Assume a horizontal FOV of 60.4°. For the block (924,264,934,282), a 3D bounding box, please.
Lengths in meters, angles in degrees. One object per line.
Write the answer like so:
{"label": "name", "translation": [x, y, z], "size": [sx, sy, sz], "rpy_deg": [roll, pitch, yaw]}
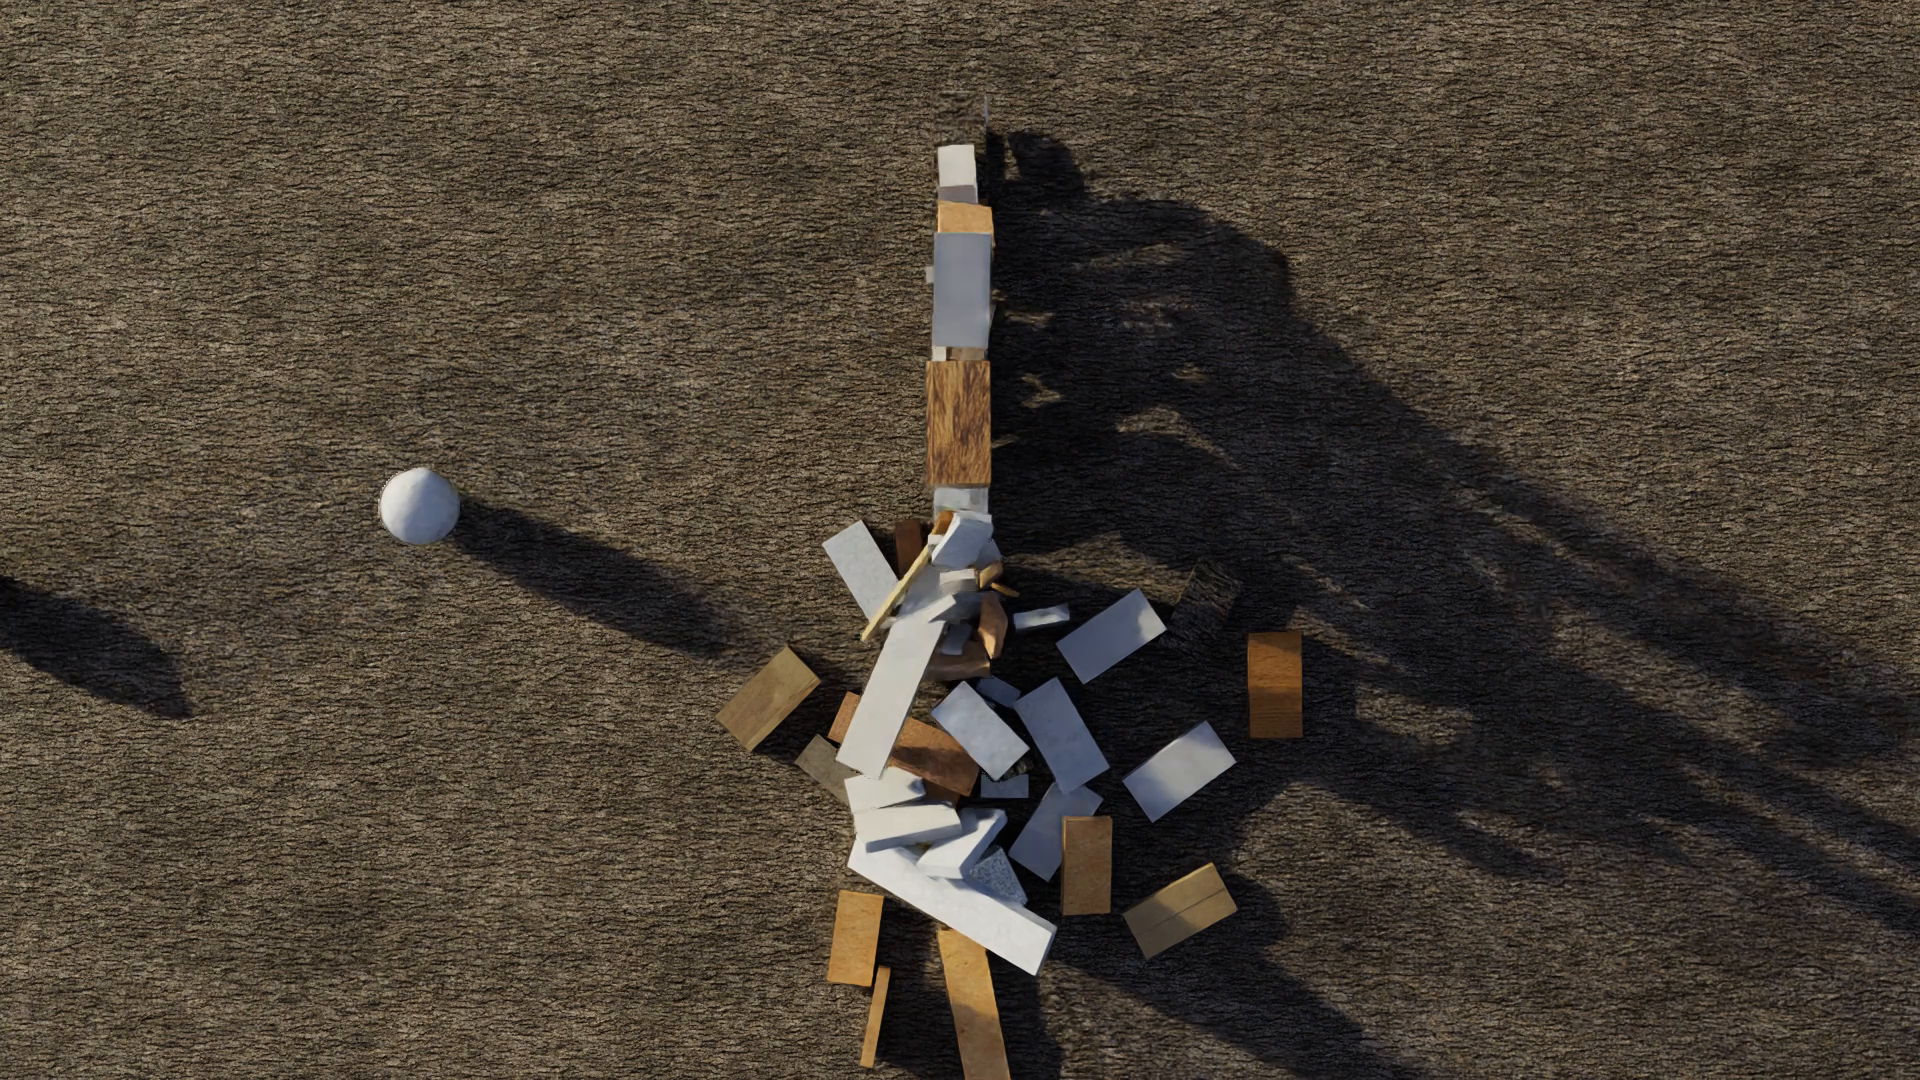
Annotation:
{"label": "block", "translation": [-0.017, -0.810, 4.960], "size": [0.162, 0.375, 0.046], "rpy_deg": [-5, 100, 2]}

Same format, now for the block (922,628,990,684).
{"label": "block", "translation": [-0.070, 0.384, 5.414], "size": [0.332, 0.047, 0.166], "rpy_deg": [-7, 47, 4]}

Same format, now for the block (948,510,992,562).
{"label": "block", "translation": [0.016, -0.011, 5.009], "size": [0.109, 0.218, 0.031], "rpy_deg": [9, 55, -11]}

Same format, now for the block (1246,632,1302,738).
{"label": "block", "translation": [1.043, 0.480, 5.475], "size": [0.173, 0.049, 0.346], "rpy_deg": [-1, 90, 0]}

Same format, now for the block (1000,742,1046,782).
{"label": "block", "translation": [0.197, 0.734, 5.475], "size": [0.158, 0.022, 0.079], "rpy_deg": [-23, 79, -5]}

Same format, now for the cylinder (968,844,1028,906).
{"label": "cylinder", "translation": [0.092, 1.132, 5.402], "size": [0.196, 0.196, 0.196], "rpy_deg": [-27, 90, 0]}

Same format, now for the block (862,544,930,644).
{"label": "block", "translation": [-0.185, 0.151, 5.318], "size": [0.017, 0.060, 0.442], "rpy_deg": [33, 102, -16]}

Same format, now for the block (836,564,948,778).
{"label": "block", "translation": [-0.192, 0.418, 5.327], "size": [0.153, 0.043, 0.697], "rpy_deg": [23, 88, 10]}

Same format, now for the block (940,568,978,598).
{"label": "block", "translation": [-0.003, 0.140, 5.197], "size": [0.109, 0.218, 0.031], "rpy_deg": [-7, 73, 1]}

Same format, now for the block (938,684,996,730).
{"label": "block", "translation": [0.023, 0.572, 5.429], "size": [0.141, 0.141, 0.141], "rpy_deg": [23, 90, 0]}

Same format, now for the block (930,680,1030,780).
{"label": "block", "translation": [0.064, 0.615, 5.336], "size": [0.153, 0.043, 0.307], "rpy_deg": [-44, 90, -1]}

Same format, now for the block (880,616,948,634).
{"label": "block", "translation": [-0.148, 0.279, 5.444], "size": [0.221, 0.111, 0.031], "rpy_deg": [5, 94, 0]}

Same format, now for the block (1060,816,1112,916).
{"label": "block", "translation": [0.417, 1.074, 5.446], "size": [0.159, 0.045, 0.318], "rpy_deg": [0, 97, -10]}

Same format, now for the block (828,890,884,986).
{"label": "block", "translation": [-0.347, 1.323, 5.479], "size": [0.147, 0.042, 0.294], "rpy_deg": [8, 90, 0]}

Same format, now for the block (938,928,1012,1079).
{"label": "block", "translation": [0.133, 1.994, 5.478], "size": [0.147, 0.042, 1.428], "rpy_deg": [-11, 90, 0]}

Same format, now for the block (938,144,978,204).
{"label": "block", "translation": [-0.007, -1.141, 5.167], "size": [0.114, 0.032, 0.229], "rpy_deg": [-4, 59, 0]}

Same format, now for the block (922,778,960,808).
{"label": "block", "translation": [-0.111, 0.792, 5.482], "size": [0.248, 0.035, 0.124], "rpy_deg": [19, 90, 0]}

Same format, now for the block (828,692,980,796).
{"label": "block", "translation": [-0.173, 0.671, 5.431], "size": [0.502, 0.047, 0.166], "rpy_deg": [23, 52, 0]}

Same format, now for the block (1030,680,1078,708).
{"label": "block", "translation": [0.309, 0.517, 5.489], "size": [0.158, 0.022, 0.079], "rpy_deg": [8, 90, 0]}

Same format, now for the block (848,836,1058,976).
{"label": "block", "translation": [-0.033, 1.149, 5.329], "size": [0.722, 0.049, 0.172], "rpy_deg": [26, 113, 19]}

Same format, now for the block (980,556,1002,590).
{"label": "block", "translation": [0.101, 0.109, 5.354], "size": [0.017, 0.121, 0.060], "rpy_deg": [19, 54, -22]}

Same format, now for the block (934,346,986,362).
{"label": "block", "translation": [0.002, -0.650, 5.174], "size": [0.164, 0.046, 0.500], "rpy_deg": [1, 55, 0]}

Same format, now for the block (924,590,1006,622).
{"label": "block", "translation": [0.021, 0.209, 5.245], "size": [0.111, 0.503, 0.031], "rpy_deg": [-35, 79, 16]}

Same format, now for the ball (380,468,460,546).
{"label": "ball", "translation": [-1.758, -0.108, 5.376], "size": [0.249, 0.249, 0.249], "rpy_deg": [0, 90, 0]}

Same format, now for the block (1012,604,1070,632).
{"label": "block", "translation": [0.259, 0.254, 5.325], "size": [0.173, 0.347, 0.049], "rpy_deg": [-10, 85, 0]}

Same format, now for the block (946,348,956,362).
{"label": "block", "translation": [0.006, -0.710, 5.171], "size": [0.095, 0.027, 0.390], "rpy_deg": [0, 55, 0]}

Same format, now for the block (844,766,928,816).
{"label": "block", "translation": [-0.244, 0.817, 5.424], "size": [0.247, 0.035, 0.124], "rpy_deg": [-16, 66, 0]}

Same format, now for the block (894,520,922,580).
{"label": "block", "translation": [-0.167, 0.037, 5.488], "size": [0.086, 0.024, 0.200], "rpy_deg": [-7, 90, 0]}

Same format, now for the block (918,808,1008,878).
{"label": "block", "translation": [0.010, 0.976, 5.328], "size": [0.159, 0.318, 0.045], "rpy_deg": [-2, 115, 33]}

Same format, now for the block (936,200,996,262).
{"label": "block", "translation": [0.016, -0.925, 4.922], "size": [0.162, 0.325, 0.046], "rpy_deg": [6, 121, -5]}

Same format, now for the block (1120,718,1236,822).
{"label": "block", "translation": [0.725, 0.765, 5.476], "size": [0.344, 0.049, 0.172], "rpy_deg": [-36, 90, 0]}

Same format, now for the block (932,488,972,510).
{"label": "block", "translation": [-0.013, -0.200, 4.976], "size": [0.104, 0.030, 0.209], "rpy_deg": [10, 81, -4]}

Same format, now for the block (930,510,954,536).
{"label": "block", "translation": [-0.024, -0.036, 5.074], "size": [0.104, 0.209, 0.030], "rpy_deg": [3, 70, -9]}
